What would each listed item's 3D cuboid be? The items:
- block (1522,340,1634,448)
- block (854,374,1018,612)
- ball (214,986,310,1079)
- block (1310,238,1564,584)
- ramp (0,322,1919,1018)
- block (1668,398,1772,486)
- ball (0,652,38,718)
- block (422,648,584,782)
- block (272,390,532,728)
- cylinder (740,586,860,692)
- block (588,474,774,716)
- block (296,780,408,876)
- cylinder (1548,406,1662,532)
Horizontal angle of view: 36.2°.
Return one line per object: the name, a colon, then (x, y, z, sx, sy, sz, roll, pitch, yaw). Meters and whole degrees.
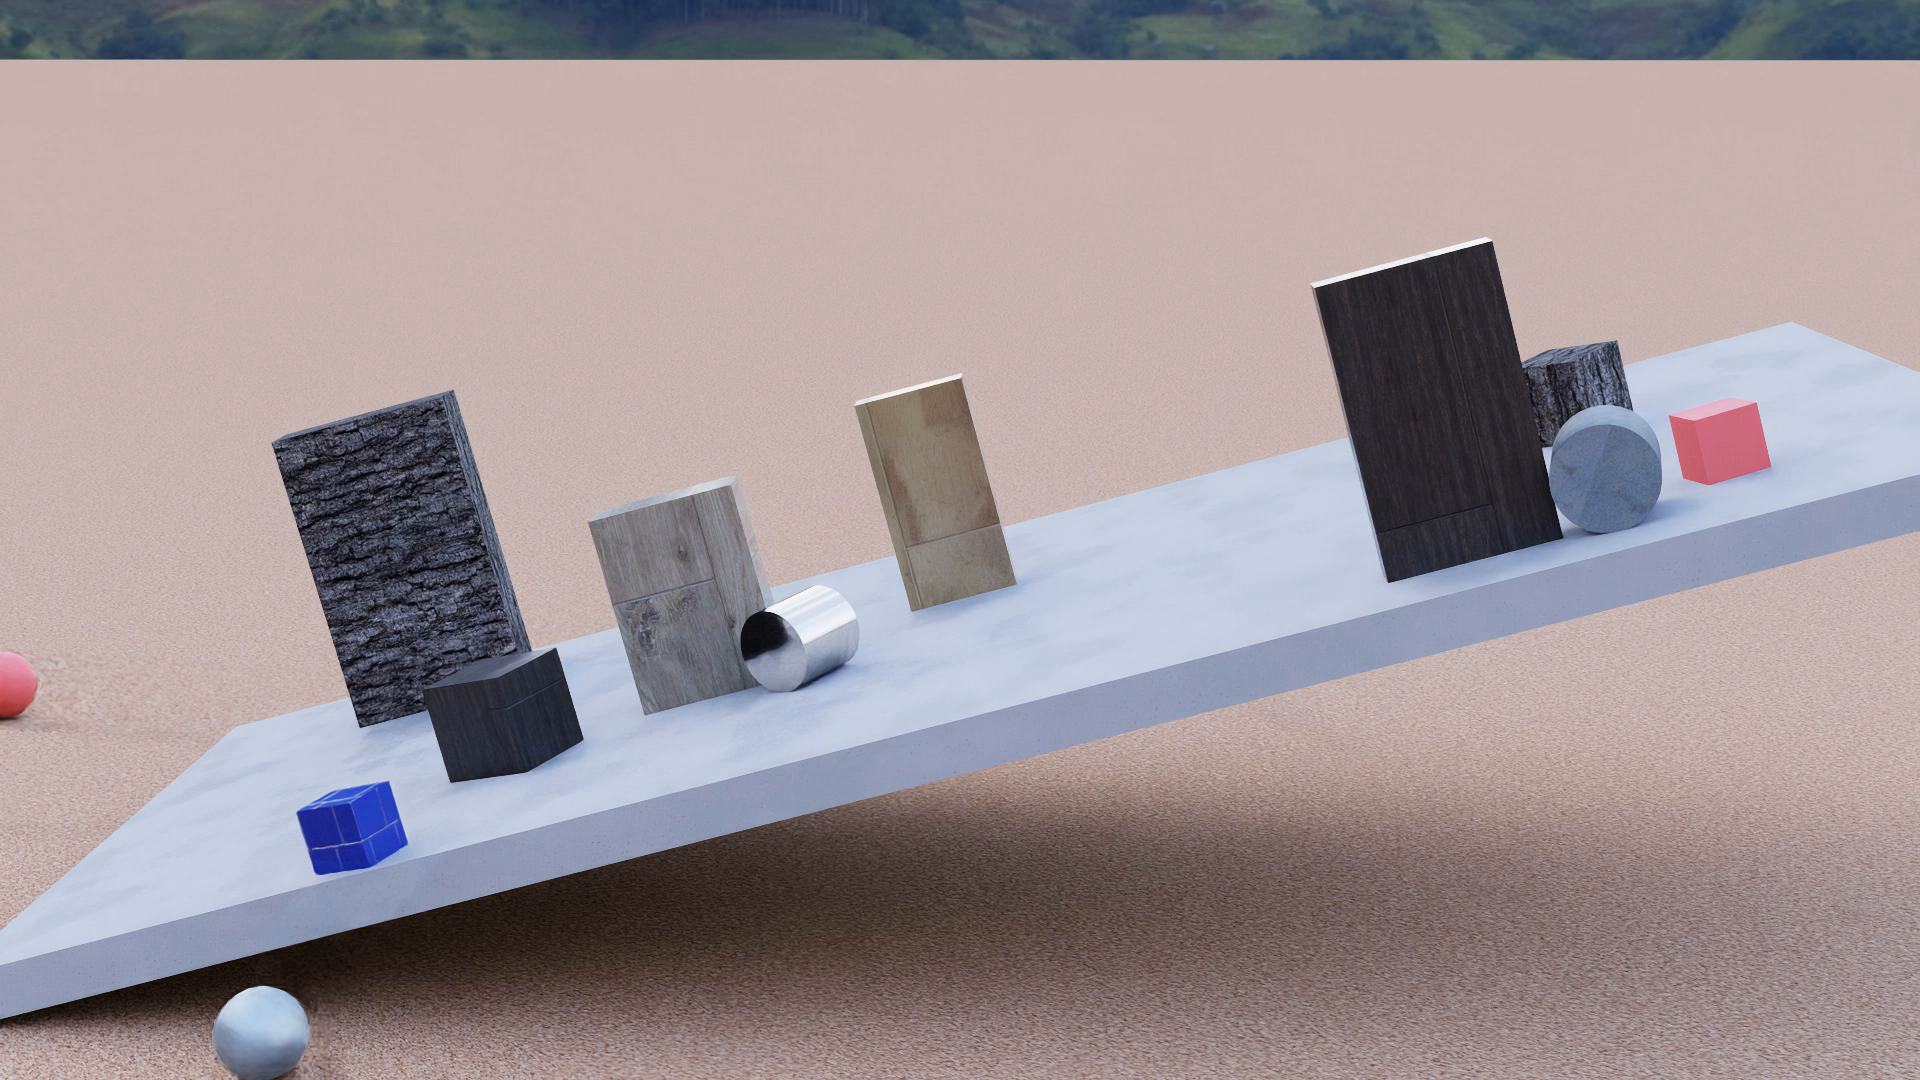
block: (1.334, -0.317, 6.437, 0.181, 0.181, 0.181, -6, 13, 46)
block: (-0.051, -0.105, 6.509, 0.242, 0.475, 0.086, -15, 9, 4)
ball: (-1.242, 0.877, 5.231, 0.165, 0.165, 0.165, 0, 10, 0)
block: (0.889, -0.241, 5.483, 0.334, 0.572, 0.085, -15, 9, 4)
ramp: (0.079, 0.191, 6.330, 4.000, 0.100, 2.000, -15, 9, 4)
block: (1.458, -0.190, 5.647, 0.128, 0.128, 0.128, -16, 9, -6)
ball: (-2.589, 0.392, 7.951, 0.181, 0.181, 0.181, 0, 10, 0)
block: (-0.937, 0.359, 6.036, 0.202, 0.202, 0.202, -10, 11, 31)
block: (-1.306, 0.044, 6.946, 0.415, 0.704, 0.148, -15, 9, 4)
cylinder: (-0.329, 0.203, 6.063, 0.175, 0.175, 0.175, 7, 21, 36)
block: (-0.566, 0.115, 6.192, 0.309, 0.425, 0.141, -15, 9, 4)
block: (-1.140, 0.540, 5.520, 0.128, 0.128, 0.128, -11, 10, 26)
cylinder: (1.205, -0.134, 5.490, 0.203, 0.203, 0.203, 2, 13, 12)
